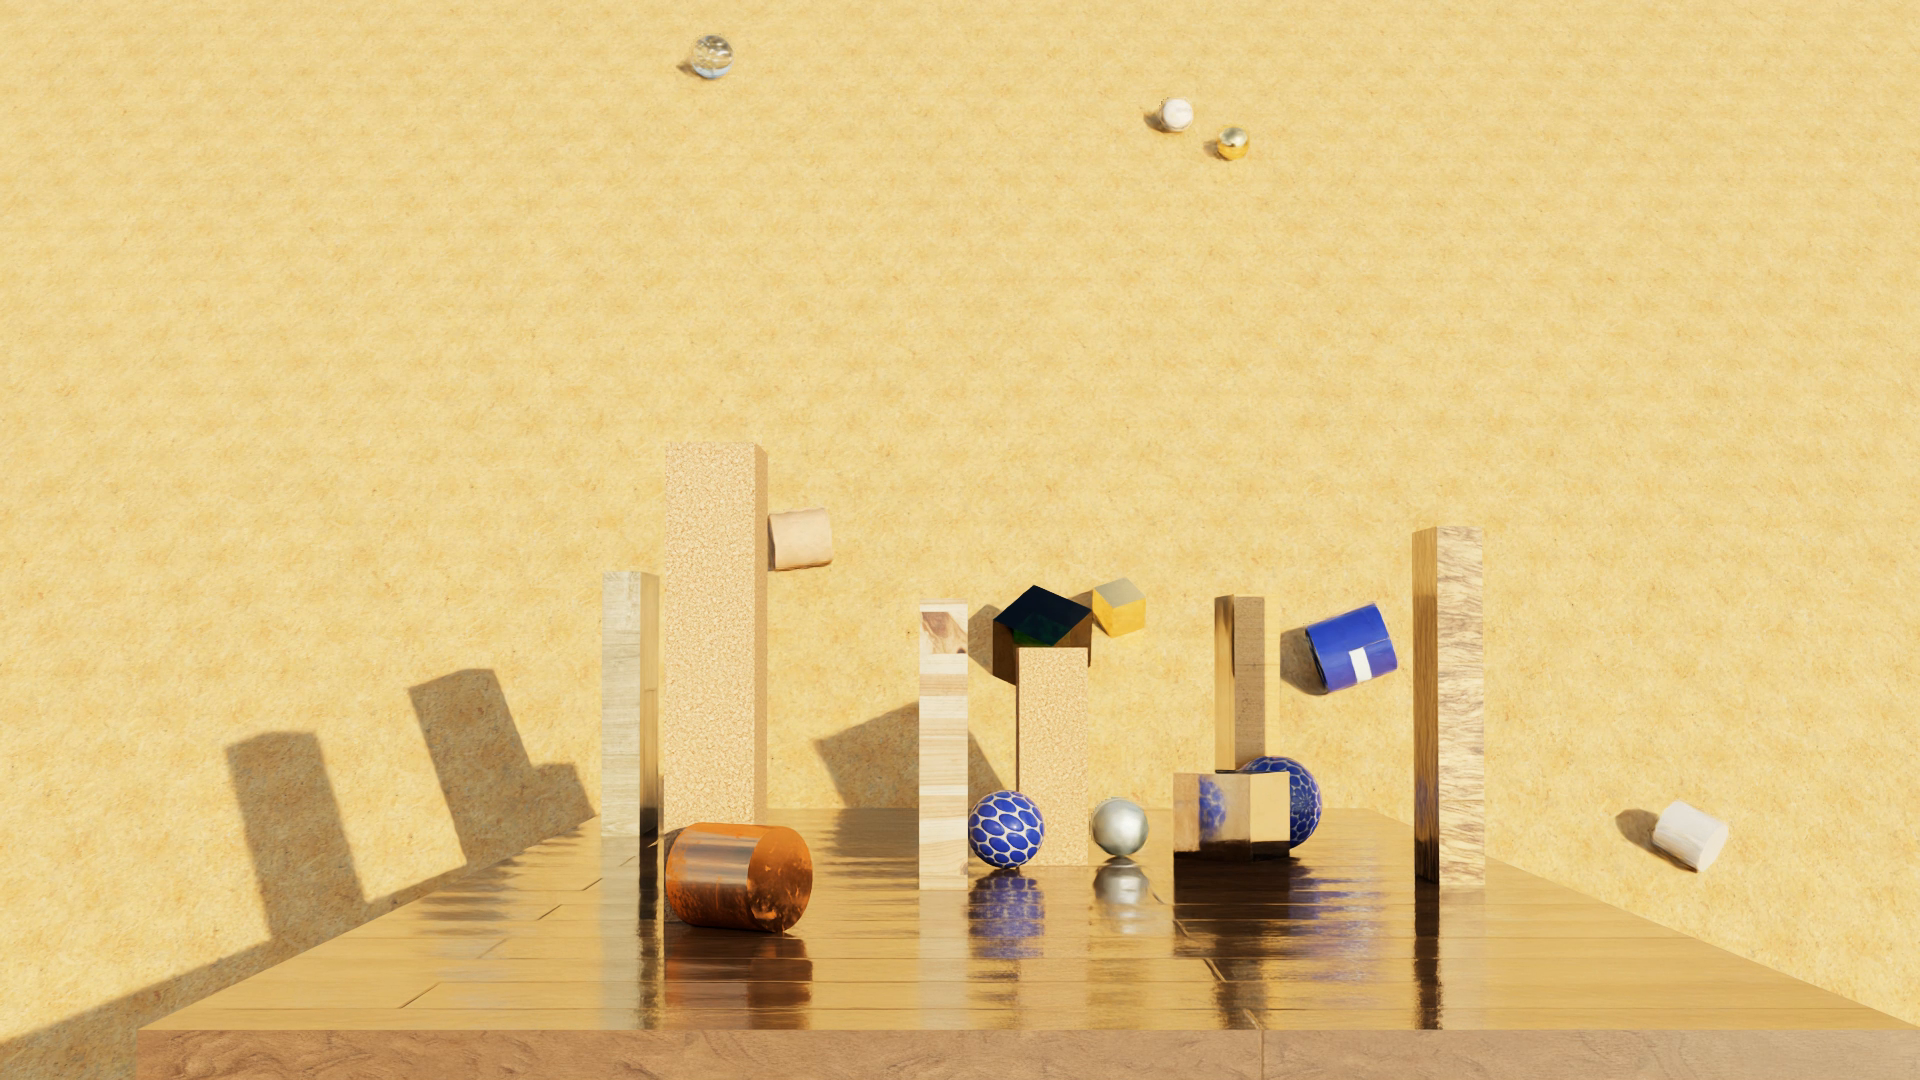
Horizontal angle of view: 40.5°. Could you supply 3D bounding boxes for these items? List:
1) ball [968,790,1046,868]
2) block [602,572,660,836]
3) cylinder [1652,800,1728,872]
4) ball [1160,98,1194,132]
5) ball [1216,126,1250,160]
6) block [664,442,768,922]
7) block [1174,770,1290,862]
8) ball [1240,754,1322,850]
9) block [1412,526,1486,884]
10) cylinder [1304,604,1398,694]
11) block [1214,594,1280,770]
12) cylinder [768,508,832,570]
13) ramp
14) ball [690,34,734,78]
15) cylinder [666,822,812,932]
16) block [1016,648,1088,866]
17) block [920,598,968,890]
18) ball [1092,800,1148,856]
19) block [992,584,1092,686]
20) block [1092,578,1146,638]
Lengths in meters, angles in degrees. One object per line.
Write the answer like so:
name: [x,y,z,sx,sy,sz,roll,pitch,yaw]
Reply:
ball: [0.089,0.559,5.029,0.151,0.151,0.151,0,36,0]
block: [-0.768,0.378,6.077,0.086,0.599,0.370,0,-2,0]
cylinder: [1.917,0.777,6.830,0.138,0.138,0.138,30,46,34]
ball: [0.843,-1.653,10.122,0.130,0.130,0.130,0,36,0]
ball: [1.046,-1.520,9.945,0.126,0.126,0.126,0,36,0]
block: [-0.392,0.226,4.209,0.141,0.749,0.271,0,-2,0]
block: [0.552,0.558,5.279,0.174,0.174,0.174,-2,-3,33]
ball: [0.656,0.551,5.435,0.202,0.202,0.202,0,36,0]
block: [0.905,0.303,4.828,0.082,0.646,0.260,0,-2,0]
cylinder: [1.108,0.308,7.368,0.204,0.204,0.204,-19,38,2]
block: [0.634,0.394,5.760,0.097,0.541,0.435,0,-2,0]
cylinder: [-0.484,-0.003,7.855,0.171,0.171,0.171,-7,37,-9]
ramp: [0.080,0.680,4.902,2.000,0.100,4.000,0,-2,0]
ball: [-0.998,-1.948,10.483,0.175,0.175,0.175,0,36,0]
cylinder: [-0.335,0.511,3.951,0.158,0.158,0.158,-2,31,35]
block: [0.184,0.432,5.277,0.134,0.426,0.344,0,-2,0]
block: [-0.029,0.369,4.814,0.085,0.514,0.435,0,-2,0]
ball: [0.327,0.588,5.306,0.117,0.117,0.117,0,36,0]
block: [0.235,0.294,7.428,0.204,0.204,0.204,23,42,28]
block: [0.467,0.199,7.633,0.113,0.113,0.113,-18,40,-22]
